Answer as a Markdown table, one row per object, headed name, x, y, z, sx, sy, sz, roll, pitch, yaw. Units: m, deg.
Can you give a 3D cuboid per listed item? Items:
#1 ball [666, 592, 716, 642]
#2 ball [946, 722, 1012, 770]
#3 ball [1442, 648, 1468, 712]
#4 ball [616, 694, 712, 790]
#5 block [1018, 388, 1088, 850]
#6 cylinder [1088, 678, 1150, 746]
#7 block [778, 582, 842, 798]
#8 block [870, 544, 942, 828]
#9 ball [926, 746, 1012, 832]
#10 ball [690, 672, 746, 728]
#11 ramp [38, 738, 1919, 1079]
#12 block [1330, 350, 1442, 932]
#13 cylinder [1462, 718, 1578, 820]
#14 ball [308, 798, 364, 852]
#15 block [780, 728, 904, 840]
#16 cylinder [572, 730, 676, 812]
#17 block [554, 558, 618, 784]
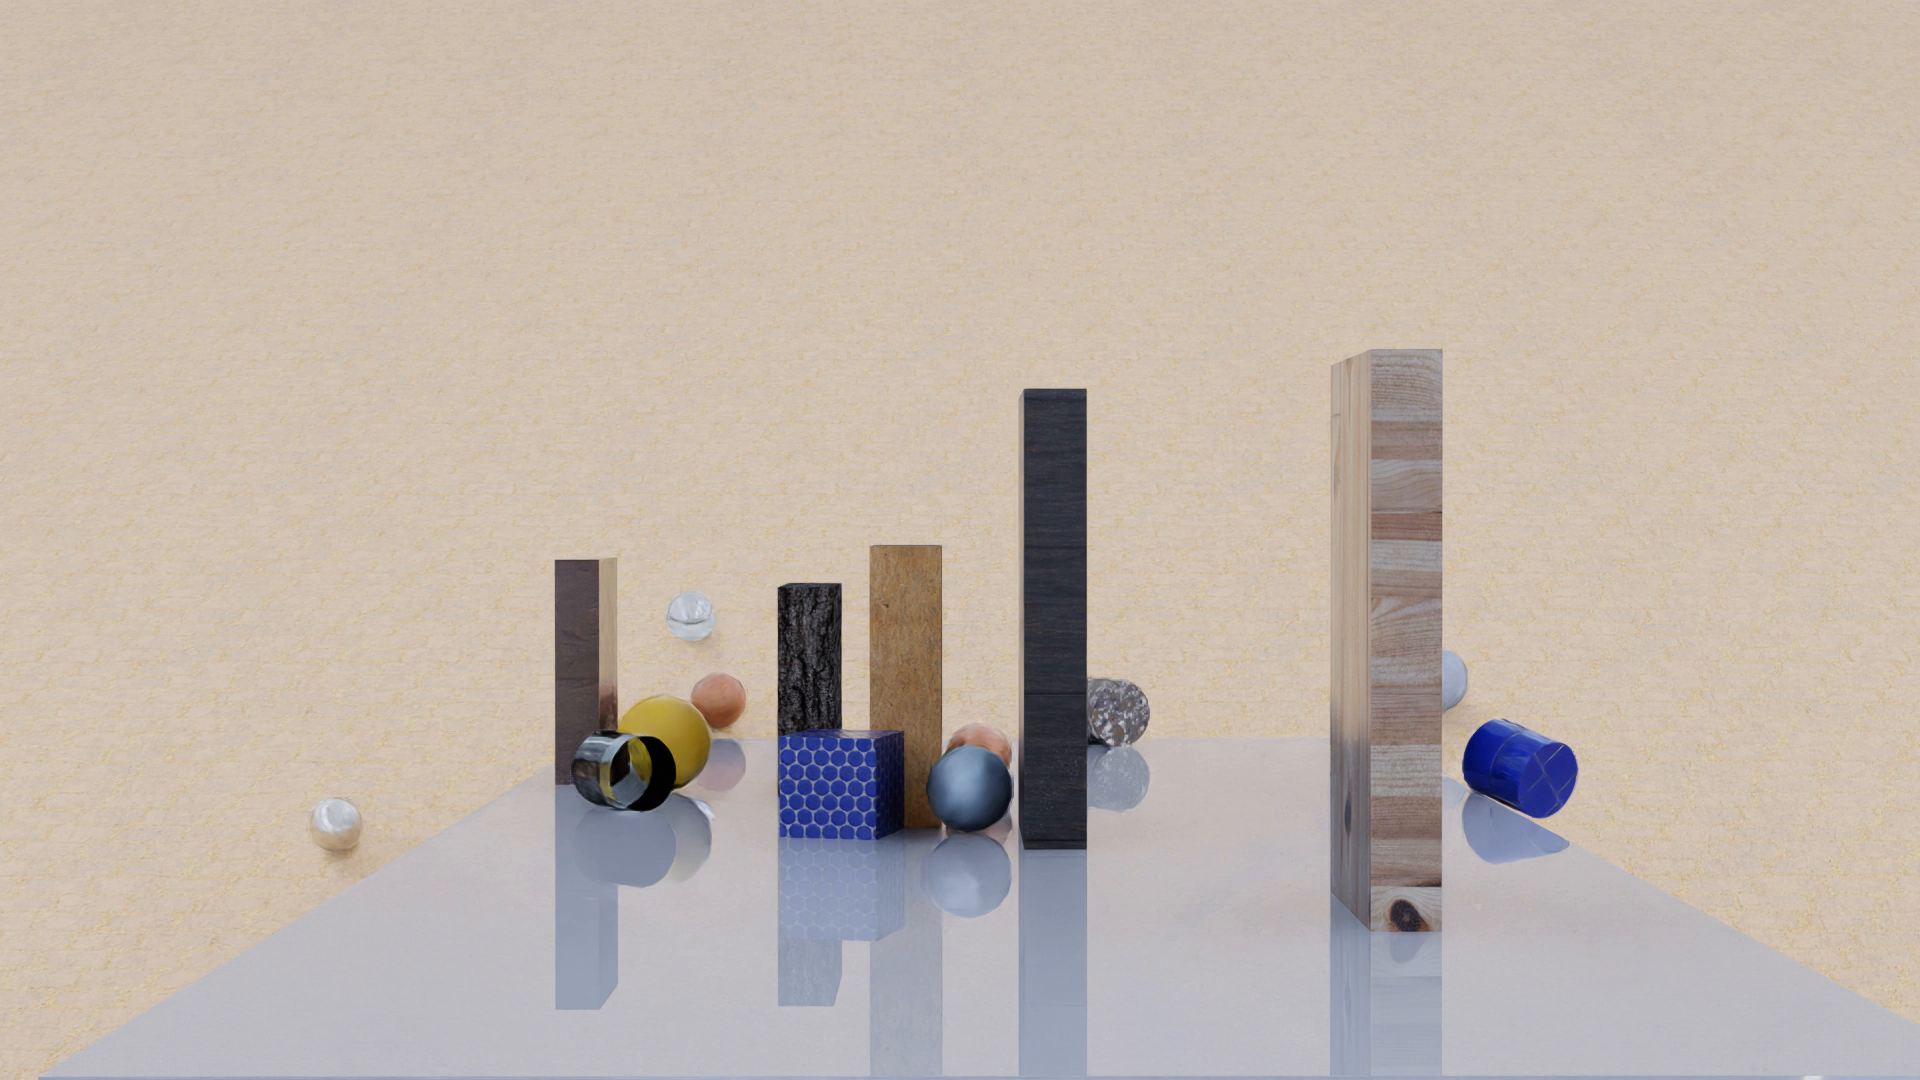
| name | x | y | z | sx | sy | sz | roll | pitch | yaw |
| --- | --- | --- | --- | --- | --- | --- | --- | --- | --- |
| ball | -0.749 | 0.215 | 7.199 | 0.137 | 0.137 | 0.137 | 0 | 29 | 0 |
| ball | 0.039 | 0.449 | 5.386 | 0.138 | 0.138 | 0.138 | 0 | 29 | 0 |
| ball | 1.265 | 0.371 | 6.875 | 0.173 | 0.173 | 0.173 | 0 | 29 | 0 |
| ball | -0.613 | 0.420 | 5.343 | 0.199 | 0.199 | 0.199 | 0 | 29 | 0 |
| block | 0.162 | 0.133 | 4.595 | 0.107 | 0.785 | 0.396 | 0 | 1 | 0 |
| cylinder | 0.362 | 0.428 | 6.445 | 0.162 | 0.162 | 0.162 | -15 | 7 | -26 |
| block | -0.313 | 0.306 | 5.410 | 0.114 | 0.424 | 0.363 | 0 | 1 | 0 |
| block | -0.100 | 0.267 | 4.850 | 0.131 | 0.513 | 0.270 | 0 | 1 | 0 |
| ball | 0.017 | 0.447 | 4.655 | 0.155 | 0.155 | 0.155 | 0 | 29 | 0 |
| ball | -0.636 | 0.422 | 6.806 | 0.148 | 0.148 | 0.148 | 0 | 29 | 0 |
| ramp | 0.064 | 0.575 | 4.619 | 2.000 | 0.100 | 4.000 | 0 | 1 | 0 |
| block | 0.609 | 0.136 | 3.717 | 0.097 | 0.795 | 0.383 | 0 | 1 | 0 |
| cylinder | 1.145 | 0.466 | 5.288 | 0.163 | 0.163 | 0.163 | -17 | 23 | -28 |
| ball | -1.525 | 0.697 | 6.319 | 0.130 | 0.130 | 0.130 | 0 | 29 | 0 |
| block | -0.210 | 0.436 | 4.637 | 0.178 | 0.178 | 0.178 | 0 | 1 | 15 |
| cylinder | -0.654 | 0.449 | 5.028 | 0.147 | 0.147 | 0.147 | -22 | 14 | -35 |
| block | -0.811 | 0.278 | 5.616 | 0.094 | 0.477 | 0.293 | 0 | 1 | 0 |
